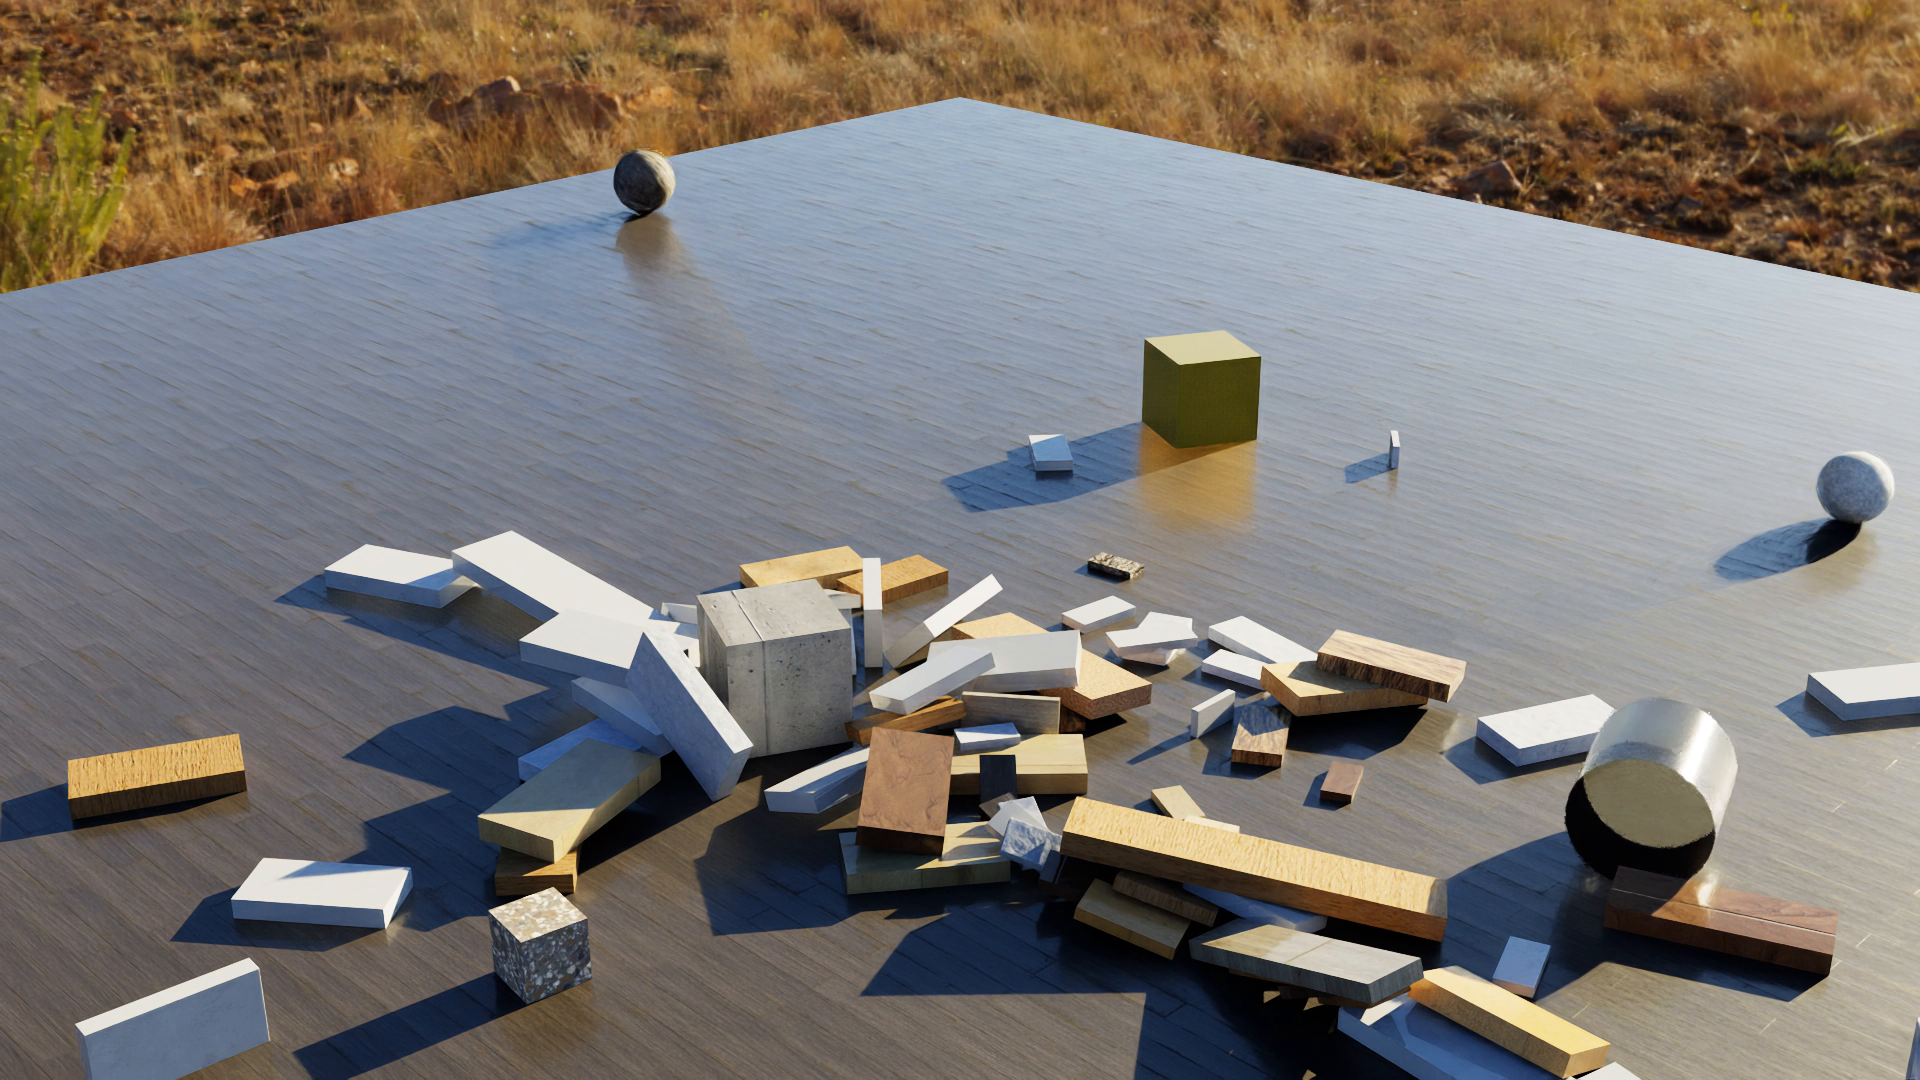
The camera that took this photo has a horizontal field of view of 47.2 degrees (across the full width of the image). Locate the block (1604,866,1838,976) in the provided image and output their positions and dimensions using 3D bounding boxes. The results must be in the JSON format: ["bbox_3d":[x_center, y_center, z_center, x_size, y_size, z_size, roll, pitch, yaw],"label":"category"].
[{"bbox_3d":[1.403,0.699,4.057,0.395,0.044,0.156,10,25,22],"label":"block"}]

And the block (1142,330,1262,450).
[{"bbox_3d":[0.709,-0.445,6.481,0.258,0.258,0.258,-7,24,-17],"label":"block"}]

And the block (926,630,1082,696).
[{"bbox_3d":[0.096,0.276,4.889,0.338,0.048,0.169,-5,26,9],"label":"block"}]

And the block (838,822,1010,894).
[{"bbox_3d":[-0.071,0.614,4.259,0.314,0.044,0.154,-3,23,-8],"label":"block"}]

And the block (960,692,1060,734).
[{"bbox_3d":[0.108,0.385,4.713,0.209,0.104,0.030,3,9,7],"label":"block"}]

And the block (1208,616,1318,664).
[{"bbox_3d":[0.713,0.252,5.129,0.104,0.030,0.284,-15,27,-32],"label":"block"}]

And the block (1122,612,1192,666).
[{"bbox_3d":[0.465,0.231,5.178,0.104,0.030,0.209,9,25,21],"label":"block"}]

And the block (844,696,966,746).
[{"bbox_3d":[-0.117,0.384,4.695,0.236,0.033,0.118,-14,7,-17],"label":"block"}]

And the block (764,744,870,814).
[{"bbox_3d":[-0.234,0.481,4.509,0.154,0.044,0.309,-5,13,46],"label":"block"}]

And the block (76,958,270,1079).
[{"bbox_3d":[-1.302,0.817,3.647,0.293,0.147,0.042,-18,29,-36],"label":"block"}]

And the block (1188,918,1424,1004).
[{"bbox_3d":[0.591,0.725,3.810,0.122,0.035,0.467,-17,9,-32],"label":"block"}]

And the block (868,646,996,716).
[{"bbox_3d":[-0.059,0.302,4.764,0.251,0.036,0.126,-27,20,-32],"label":"block"}]

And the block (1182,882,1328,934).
[{"bbox_3d":[0.549,0.668,4.090,0.244,0.035,0.122,22,18,36],"label":"block"}]

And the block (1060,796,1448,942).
[{"bbox_3d":[0.550,0.612,4.115,0.713,0.048,0.168,12,18,9],"label":"block"}]

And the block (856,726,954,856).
[{"bbox_3d":[-0.106,0.494,4.352,0.168,0.048,0.336,7,29,-1],"label":"block"}]

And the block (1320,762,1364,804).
[{"bbox_3d":[0.791,0.501,4.556,0.065,0.018,0.130,8,24,18],"label":"block"}]

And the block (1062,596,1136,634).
[{"bbox_3d":[0.335,0.180,5.307,0.166,0.023,0.083,-17,29,-35],"label":"block"}]

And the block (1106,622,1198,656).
[{"bbox_3d":[0.445,0.231,5.110,0.196,0.023,0.083,-6,24,-14],"label":"block"}]

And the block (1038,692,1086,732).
[{"bbox_3d":[0.224,0.374,4.852,0.076,0.022,0.170,-3,23,-6],"label":"block"}]

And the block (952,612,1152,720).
[{"bbox_3d":[0.201,0.281,4.994,0.169,0.048,0.520,-12,23,-34],"label":"block"}]

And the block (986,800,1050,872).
[{"bbox_3d":[0.132,0.578,4.262,0.152,0.022,0.076,38,54,16],"label":"block"}]

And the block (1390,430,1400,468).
[{"bbox_3d":[1.243,-0.260,6.290,0.018,0.065,0.130,3,23,7],"label":"block"}]

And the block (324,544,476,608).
[{"bbox_3d":[-1.392,0.089,5.489,0.339,0.048,0.170,9,25,21],"label":"block"}]

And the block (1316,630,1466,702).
[{"bbox_3d":[0.962,0.280,4.910,0.300,0.042,0.150,14,23,22],"label":"block"}]

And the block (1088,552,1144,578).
[{"bbox_3d":[0.396,0.065,5.584,0.129,0.018,0.064,16,28,34],"label":"block"}]

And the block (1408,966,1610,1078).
[{"bbox_3d":[0.926,0.810,3.716,0.301,0.043,0.151,24,12,39],"label":"block"}]

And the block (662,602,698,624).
[{"bbox_3d":[-0.572,0.182,5.142,0.126,0.036,0.295,7,-1,-36],"label":"block"}]

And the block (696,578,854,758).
[{"bbox_3d":[-0.402,0.277,4.762,0.270,0.270,0.270,-8,24,-18],"label":"block"}]

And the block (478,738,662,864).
[{"bbox_3d":[-0.772,0.513,4.372,0.180,0.051,0.359,13,26,24],"label":"block"}]

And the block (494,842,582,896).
[{"bbox_3d":[-0.817,0.596,4.302,0.147,0.042,0.293,-2,23,-4],"label":"block"}]

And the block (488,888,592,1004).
[{"bbox_3d":[-0.745,0.719,3.903,0.128,0.128,0.128,-16,28,-34],"label":"block"}]

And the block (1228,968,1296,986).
[{"bbox_3d":[0.565,0.750,3.888,0.087,0.025,0.174,-18,9,-36],"label":"block"}]

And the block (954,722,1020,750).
[{"bbox_3d":[0.057,0.414,4.638,0.129,0.018,0.064,-5,24,-12],"label":"block"}]

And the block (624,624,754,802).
[{"bbox_3d":[-0.560,0.355,4.520,0.048,0.170,0.339,-21,60,-38],"label":"block"}]

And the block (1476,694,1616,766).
[{"bbox_3d":[1.285,0.409,4.743,0.300,0.042,0.150,-9,25,-20],"label":"block"}]

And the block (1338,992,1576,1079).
[{"bbox_3d":[0.897,0.894,3.599,0.151,0.043,0.605,-17,29,-35],"label":"block"}]

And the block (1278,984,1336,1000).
[{"bbox_3d":[0.641,0.766,3.814,0.087,0.025,0.174,-18,-2,-35],"label":"block"}]
